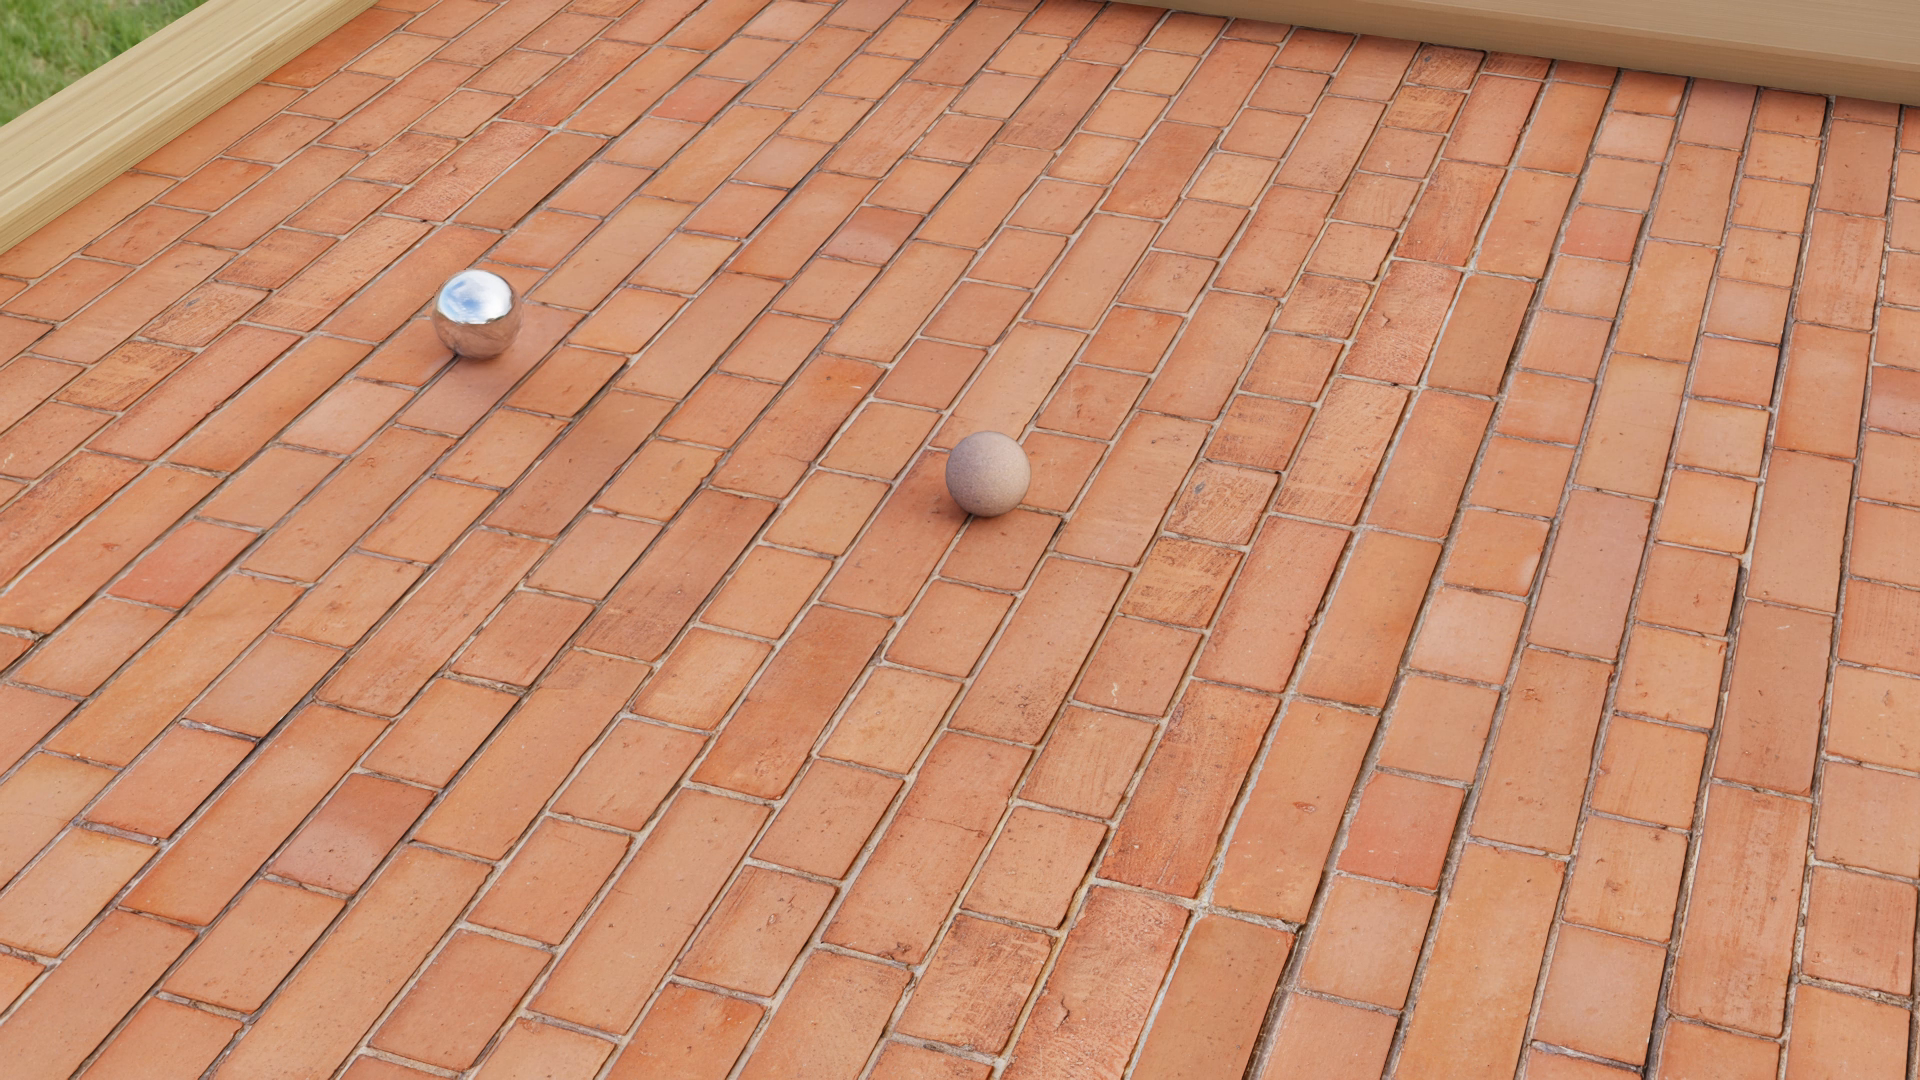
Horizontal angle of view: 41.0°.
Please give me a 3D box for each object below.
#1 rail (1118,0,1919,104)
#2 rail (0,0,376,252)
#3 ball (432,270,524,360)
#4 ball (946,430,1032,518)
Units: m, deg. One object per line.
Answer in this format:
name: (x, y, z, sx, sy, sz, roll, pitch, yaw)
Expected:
rail: (1.446, -0.448, 2.693, 4.380, 0.119, 0.045, 11, 35, 16)
rail: (-1.008, -0.216, 2.336, 0.045, 0.119, 2.506, 11, 35, 16)
ball: (-0.443, -0.207, 2.356, 0.083, 0.083, 0.083, 0, 33, 0)
ball: (0.024, -0.055, 2.132, 0.072, 0.072, 0.072, 0, 33, 0)
